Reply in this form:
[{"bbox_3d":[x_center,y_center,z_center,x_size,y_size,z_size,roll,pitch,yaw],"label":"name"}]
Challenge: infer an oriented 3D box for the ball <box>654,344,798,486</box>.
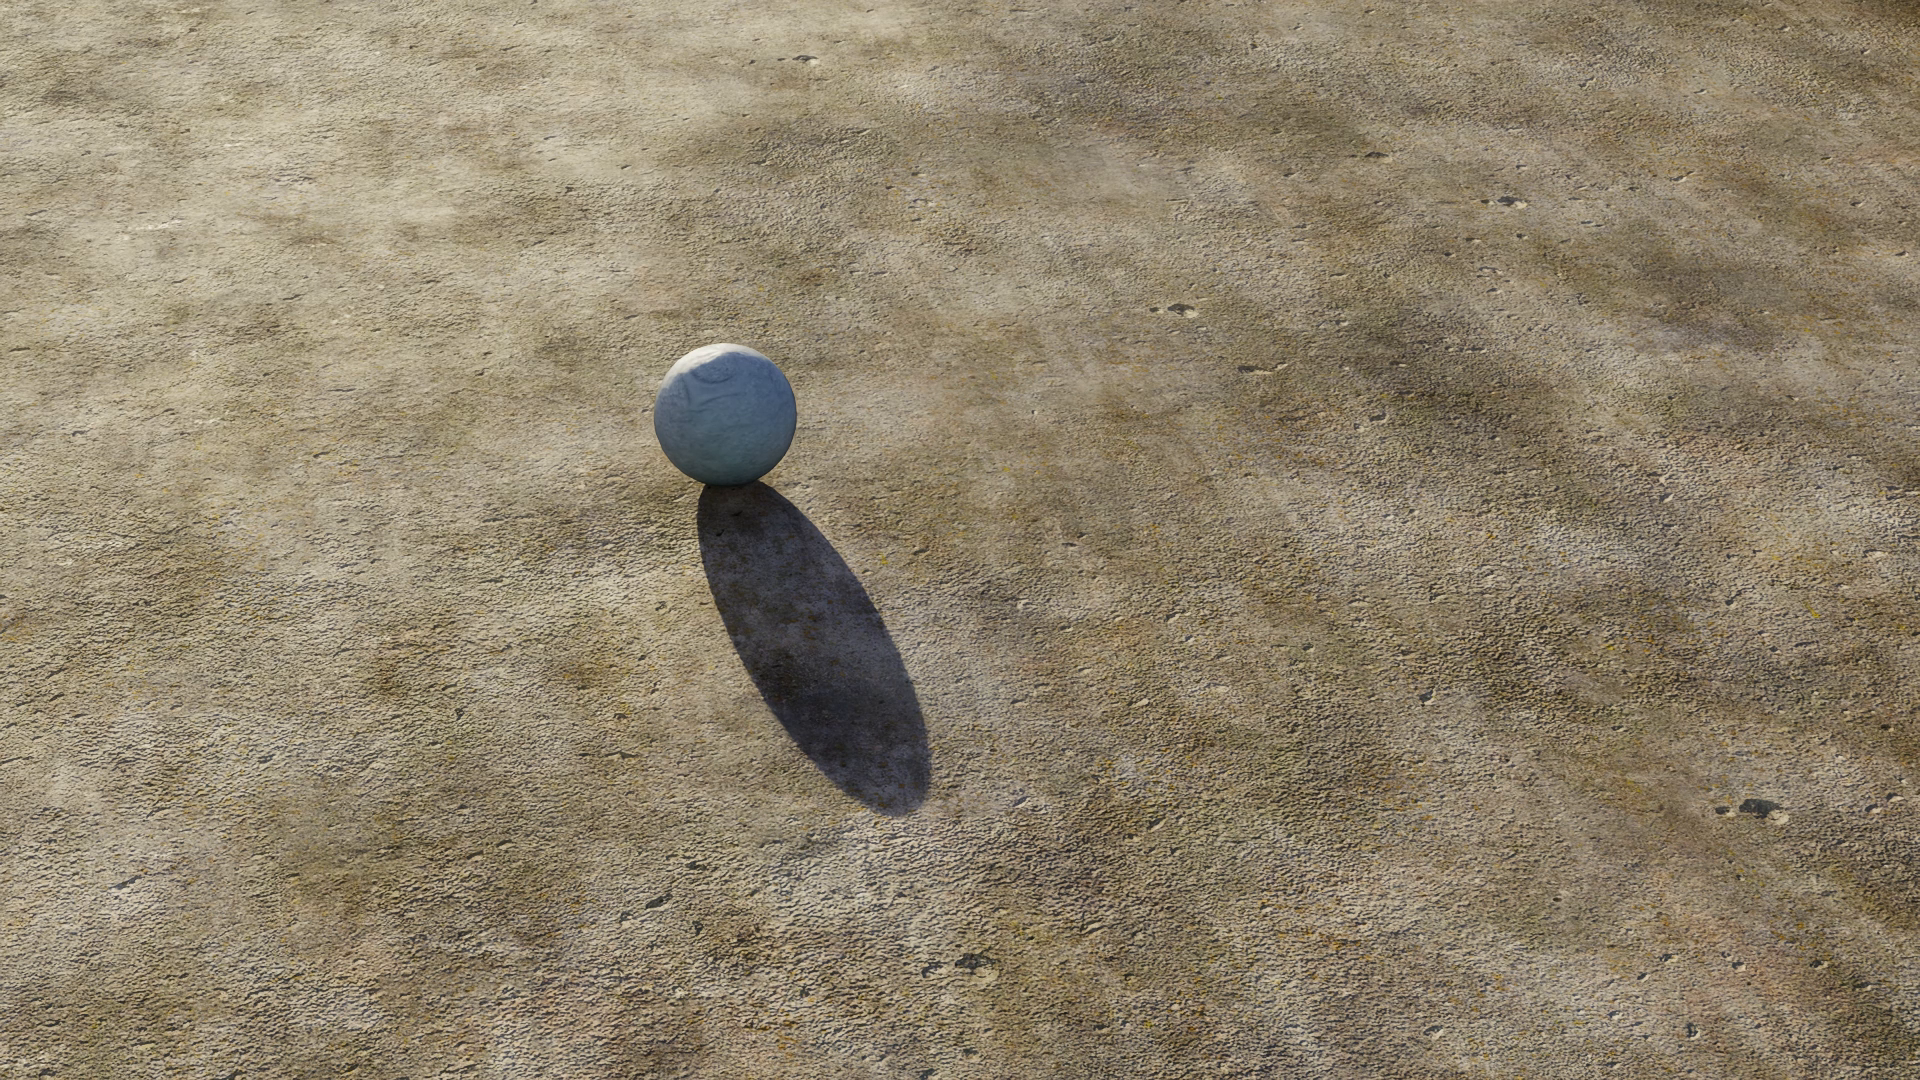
[{"bbox_3d":[-0.148,-0.079,1.857,0.091,0.091,0.091,0,29,0],"label":"ball"}]
